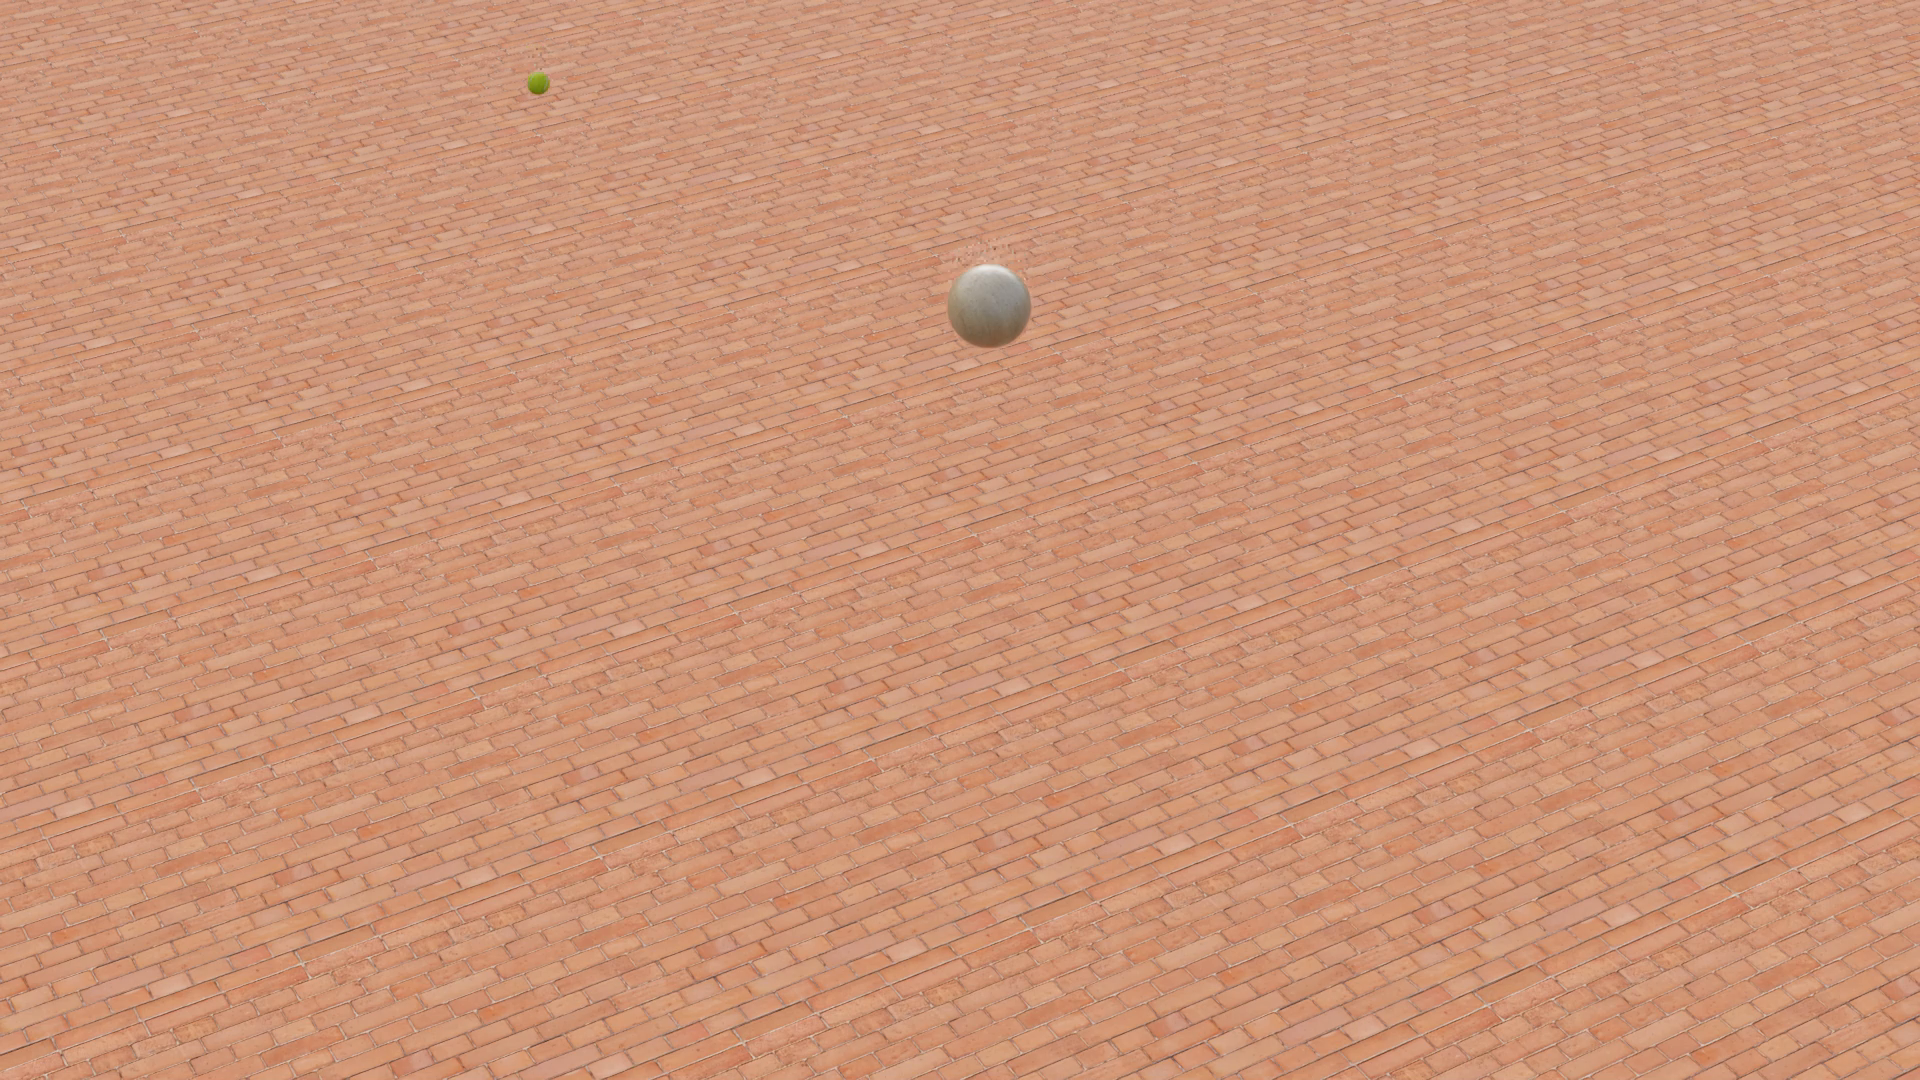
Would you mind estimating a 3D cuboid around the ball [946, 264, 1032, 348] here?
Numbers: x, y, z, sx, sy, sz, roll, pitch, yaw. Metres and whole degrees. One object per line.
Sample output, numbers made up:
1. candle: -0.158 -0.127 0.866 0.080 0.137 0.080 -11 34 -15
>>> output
1. ball: 0.083 -0.668 8.378 0.242 0.242 0.242 0 33 0
